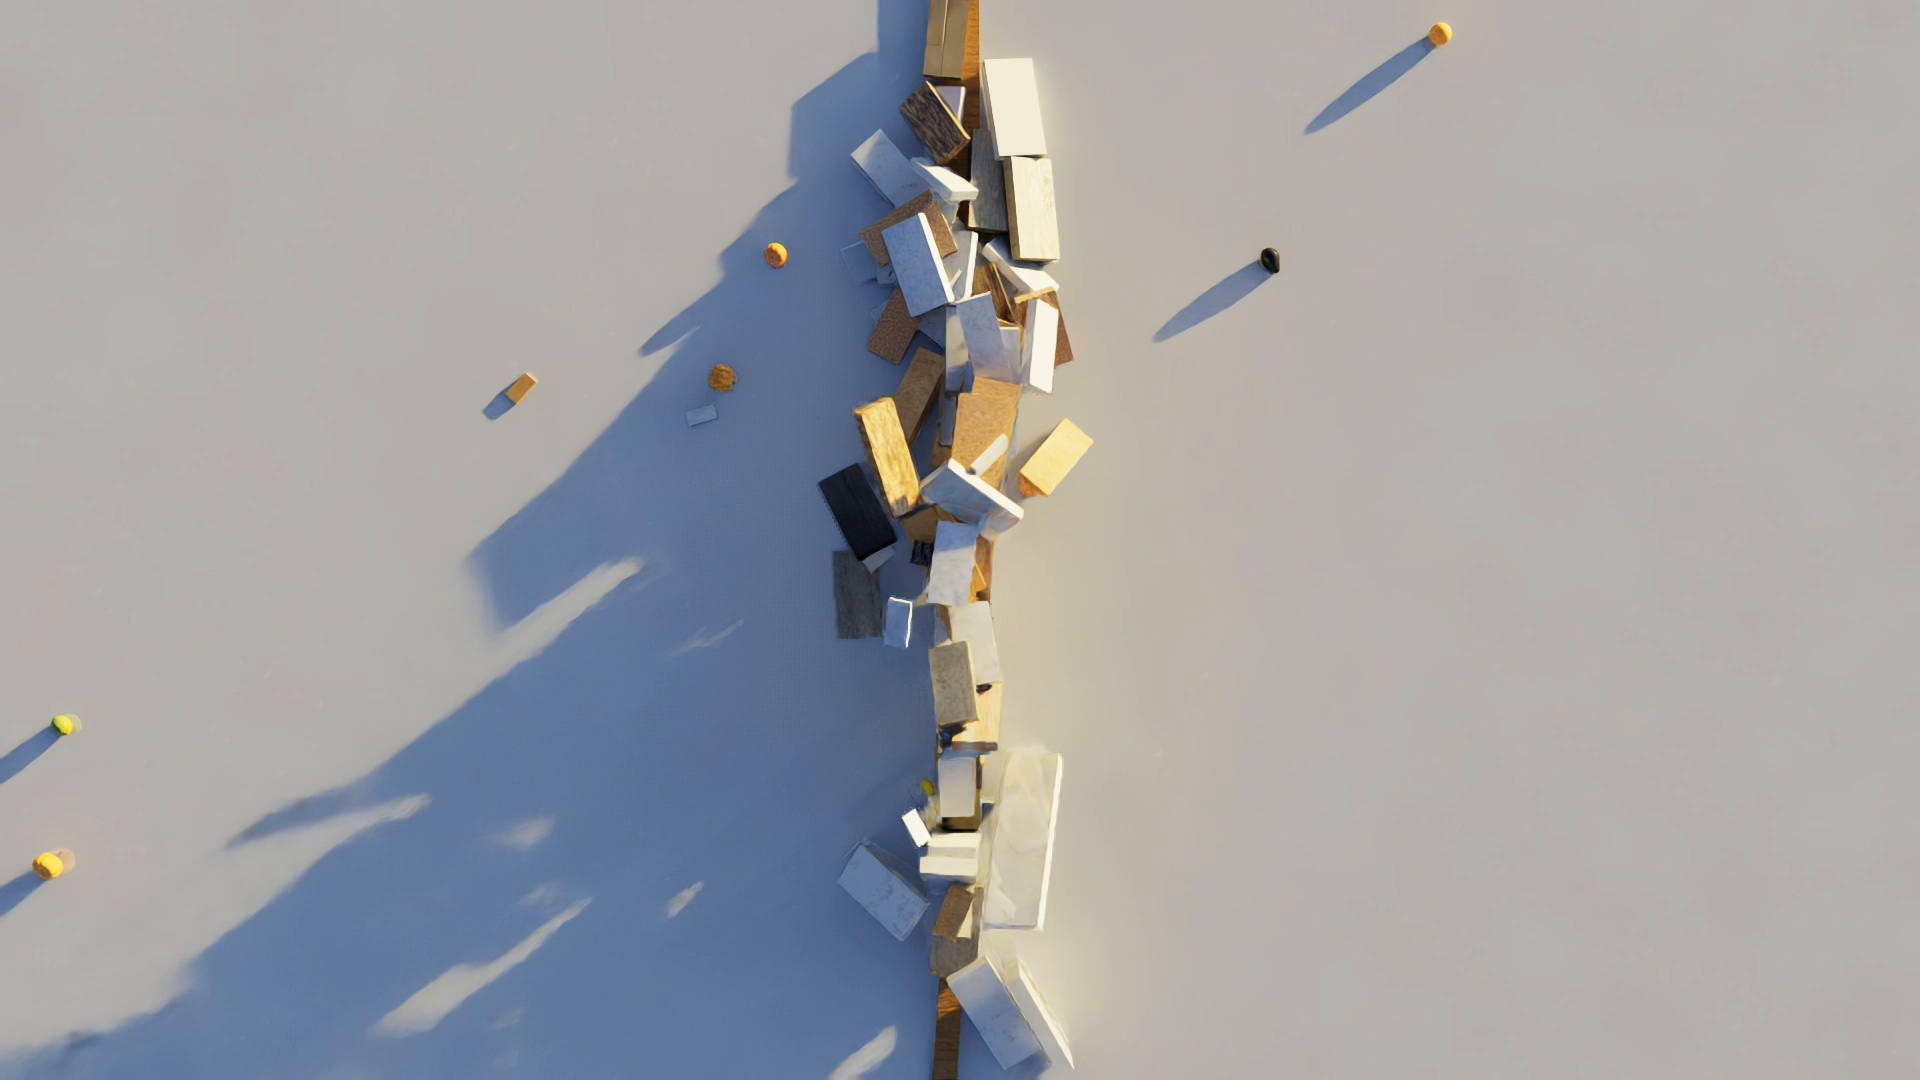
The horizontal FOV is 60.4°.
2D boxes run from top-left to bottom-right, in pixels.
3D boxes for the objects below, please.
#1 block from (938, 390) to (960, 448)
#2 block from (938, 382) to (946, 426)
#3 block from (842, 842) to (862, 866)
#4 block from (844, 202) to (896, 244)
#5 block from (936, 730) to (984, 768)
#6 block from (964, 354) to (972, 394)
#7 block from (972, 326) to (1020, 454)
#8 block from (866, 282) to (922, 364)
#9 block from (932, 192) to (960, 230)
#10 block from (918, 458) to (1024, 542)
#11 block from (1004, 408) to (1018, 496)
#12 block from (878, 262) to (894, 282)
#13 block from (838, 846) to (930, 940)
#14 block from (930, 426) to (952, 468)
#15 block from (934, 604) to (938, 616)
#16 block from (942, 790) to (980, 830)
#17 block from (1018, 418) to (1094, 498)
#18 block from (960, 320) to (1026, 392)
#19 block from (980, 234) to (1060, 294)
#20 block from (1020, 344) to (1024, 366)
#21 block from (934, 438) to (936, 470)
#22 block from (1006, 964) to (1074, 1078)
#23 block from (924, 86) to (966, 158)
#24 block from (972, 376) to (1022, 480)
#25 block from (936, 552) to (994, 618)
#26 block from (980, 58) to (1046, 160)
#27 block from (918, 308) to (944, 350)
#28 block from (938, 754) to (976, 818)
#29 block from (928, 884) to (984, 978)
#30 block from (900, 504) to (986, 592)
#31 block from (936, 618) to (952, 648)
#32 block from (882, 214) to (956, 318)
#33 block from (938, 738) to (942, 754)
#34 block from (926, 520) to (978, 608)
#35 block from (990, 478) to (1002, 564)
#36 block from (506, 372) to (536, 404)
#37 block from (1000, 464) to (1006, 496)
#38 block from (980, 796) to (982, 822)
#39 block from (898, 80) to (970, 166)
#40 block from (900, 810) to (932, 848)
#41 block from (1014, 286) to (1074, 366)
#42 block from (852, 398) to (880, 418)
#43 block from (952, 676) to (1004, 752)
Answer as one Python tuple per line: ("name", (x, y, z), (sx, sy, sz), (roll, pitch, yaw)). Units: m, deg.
("block", (-0.003, -0.404, 5.403), (0.108, 0.030, 0.215), (8, 75, -6))
("block", (-0.014, -0.481, 5.458), (0.108, 0.030, 0.215), (4, 76, -1))
("block", (-0.309, 1.093, 5.489), (0.081, 0.023, 0.161), (-44, 90, 0))
("block", (-0.252, -1.056, 5.483), (0.240, 0.034, 0.120), (-13, 90, 0))
("block", (-0.002, 0.589, 5.410), (0.157, 0.044, 0.313), (0, 64, 0))
("block", (0.088, -0.553, 5.301), (0.131, 0.037, 0.262), (4, 109, -8))
("block", (0.113, -0.475, 5.288), (0.149, 0.042, 0.413), (-2, 110, -6))
("block", (-0.203, -0.715, 5.441), (0.122, 0.035, 0.244), (28, 109, -4))
("block", (-0.068, -1.036, 5.367), (0.088, 0.025, 0.176), (20, 91, 1))
("block", (0.034, -0.121, 5.078), (0.295, 0.042, 0.148), (35, 132, -21))
("block", (0.091, -0.298, 5.299), (0.149, 0.042, 0.298), (7, 109, -4))
("block", (-0.185, -0.896, 5.459), (0.174, 0.025, 0.087), (-1, 111, -8))
("block", (-0.250, 1.149, 5.383), (0.301, 0.043, 0.150), (37, 97, 29))
("block", (-0.025, -0.334, 5.448), (0.108, 0.030, 0.215), (11, 70, 2))
("block", (-0.001, 0.080, 5.424), (0.168, 0.048, 0.336), (1, 71, 0))
("block", (0.005, 0.818, 5.360), (0.122, 0.034, 0.243), (2, 72, 1))
("block", (0.317, -0.271, 5.449), (0.124, 0.035, 0.248), (41, 74, 0))
("block", (0.105, -0.581, 5.338), (0.131, 0.037, 0.262), (17, 104, -13))
("block", (0.199, -0.892, 5.438), (0.262, 0.131, 0.037), (44, 129, 0))
("block", (0.195, -0.607, 5.486), (0.095, 0.014, 0.048), (-37, 107, 0))
("block", (-0.028, -0.223, 5.447), (0.117, 0.033, 0.235), (-1, 72, -1))
("block", (0.260, 1.573, 5.412), (0.050, 0.175, 0.350), (-30, 90, 0))
("block", (-0.050, -1.380, 5.445), (0.113, 0.032, 0.227), (10, 95, 28))
("block", (0.089, -0.353, 5.177), (0.148, 0.042, 0.297), (12, 90, -2))
("block", (0.020, 0.088, 5.325), (0.168, 0.048, 0.336), (4, 89, 0))
("block", (0.176, -1.419, 5.435), (0.165, 0.047, 0.330), (-7, 83, -17))
("block", (-0.013, -0.768, 5.482), (0.131, 0.037, 0.261), (39, 90, 0))
("block", (-0.012, 0.779, 5.241), (0.109, 0.031, 0.218), (-4, 113, -1))
("block", (-0.011, 1.279, 5.411), (0.152, 0.043, 0.303), (6, 90, 1))
("block", (-0.053, 0.042, 5.189), (0.153, 0.043, 0.307), (-25, 101, 7))
("block", (0.002, 0.289, 5.412), (0.168, 0.048, 0.336), (0, 74, -1))
("block", (-0.135, -0.885, 5.328), (0.149, 0.042, 0.298), (-19, 91, 30))
("block", (0.002, 0.536, 5.316), (0.157, 0.044, 0.313), (-3, 89, -2))
("block", (-0.024, 0.074, 5.097), (0.127, 0.036, 0.255), (8, 90, -3))
("block", (0.044, -0.081, 5.251), (0.148, 0.042, 0.297), (6, 102, 0))
("block", (-1.462, -0.505, 5.493), (0.048, 0.014, 0.096), (43, 90, 0))
("block", (0.073, -0.254, 5.262), (0.148, 0.042, 0.297), (3, 107, -2))
("block", (0.007, 0.809, 5.435), (0.122, 0.034, 0.243), (-2, 66, 0))
("block", (-0.084, -1.370, 5.425), (0.127, 0.036, 0.255), (-40, 73, 22))
("block", (-0.138, 0.904, 5.169), (0.053, 0.015, 0.105), (-28, 89, -32))
("block", (0.276, -0.690, 5.410), (0.133, 0.038, 0.266), (-19, 124, 0))
("block", (-0.305, -0.436, 5.420), (0.073, 0.147, 0.021), (-16, 103, 10))
("block", (0.054, 0.529, 5.061), (0.140, 0.279, 0.040), (0, 131, 5))
